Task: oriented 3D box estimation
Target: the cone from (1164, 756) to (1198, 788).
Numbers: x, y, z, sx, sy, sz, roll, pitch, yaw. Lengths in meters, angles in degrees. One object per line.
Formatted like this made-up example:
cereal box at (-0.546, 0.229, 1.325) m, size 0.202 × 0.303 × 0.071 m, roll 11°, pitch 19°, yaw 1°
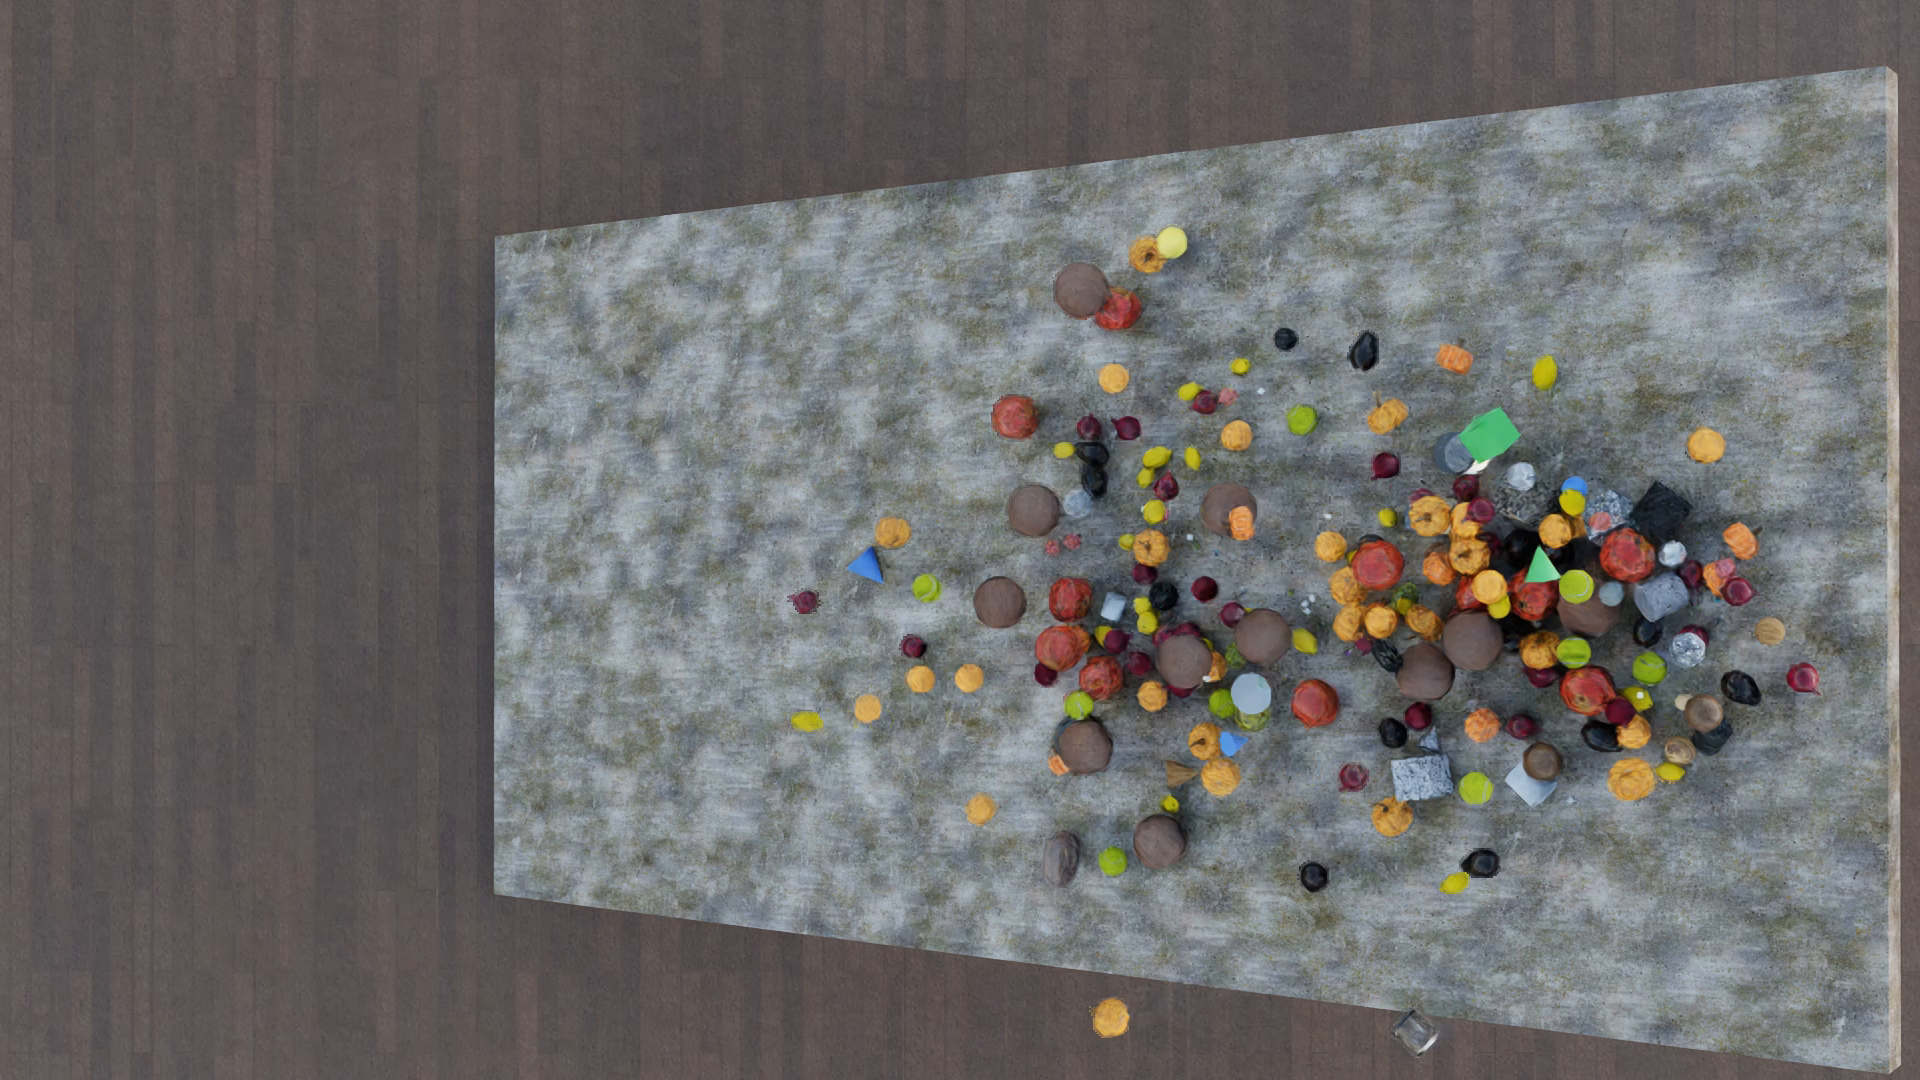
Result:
cone at (0.536, 0.560, 5.266) m, size 0.080 × 0.080 × 0.080 m, roll 5°, pitch 90°, yaw 19°

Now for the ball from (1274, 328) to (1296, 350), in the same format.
ball at (0.755, -0.467, 5.108) m, size 0.052 × 0.052 × 0.052 m, roll 0°, pitch 90°, yaw 0°

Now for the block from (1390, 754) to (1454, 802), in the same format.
block at (1.025, 0.527, 4.876) m, size 0.090 × 0.090 × 0.090 m, roll -14°, pitch 82°, yaw 43°

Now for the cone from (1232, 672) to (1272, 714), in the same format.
cone at (0.657, 0.363, 5.090) m, size 0.097 × 0.097 × 0.097 m, roll 3°, pitch 77°, yaw -13°

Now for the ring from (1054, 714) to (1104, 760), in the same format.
ring at (0.292, 0.483, 5.408) m, size 0.125 × 0.042 × 0.125 m, roll -9°, pitch 55°, yaw 13°

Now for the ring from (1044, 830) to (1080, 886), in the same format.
ring at (0.251, 0.781, 5.404) m, size 0.047 × 0.141 × 0.141 m, roll 7°, pitch 90°, yaw 27°

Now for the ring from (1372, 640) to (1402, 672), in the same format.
ring at (0.926, 0.251, 4.762) m, size 0.080 × 0.080 × 0.027 m, roll 46°, pitch 123°, yaw 0°

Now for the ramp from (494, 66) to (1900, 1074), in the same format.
ramp at (0.241, 0.067, 5.564) m, size 4.000 × 0.100 × 2.000 m, roll 0°, pitch 89°, yaw 36°

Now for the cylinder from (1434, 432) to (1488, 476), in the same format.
cylinder at (1.102, -0.190, 4.832) m, size 0.091 × 0.091 × 0.091 m, roll -1°, pitch 89°, yaw 36°

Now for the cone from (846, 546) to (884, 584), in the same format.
cone at (-0.235, 0.082, 5.816) m, size 0.096 × 0.096 × 0.096 m, roll -43°, pitch 94°, yaw 0°

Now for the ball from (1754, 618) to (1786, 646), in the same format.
ball at (1.595, 0.180, 4.331) m, size 0.056 × 0.056 × 0.056 m, roll 0°, pitch 90°, yaw 0°

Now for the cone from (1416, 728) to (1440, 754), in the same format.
cone at (1.051, 0.441, 4.901) m, size 0.056 × 0.056 × 0.056 m, roll 18°, pitch 77°, yaw 0°

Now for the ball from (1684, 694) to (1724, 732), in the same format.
ball at (1.466, 0.341, 4.335) m, size 0.074 × 0.074 × 0.074 m, roll 0°, pitch 90°, yaw 0°

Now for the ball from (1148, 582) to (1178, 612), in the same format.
ball at (0.488, 0.135, 5.281) m, size 0.072 × 0.072 × 0.072 m, roll 0°, pitch 90°, yaw 0°

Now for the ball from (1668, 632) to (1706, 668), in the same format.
ball at (1.419, 0.214, 4.292) m, size 0.068 × 0.068 × 0.068 m, roll 0°, pitch 90°, yaw 0°

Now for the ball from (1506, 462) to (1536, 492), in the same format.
ball at (1.183, -0.132, 4.632) m, size 0.062 × 0.062 × 0.062 m, roll 0°, pitch 90°, yaw 0°

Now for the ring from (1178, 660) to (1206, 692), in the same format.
ring at (0.554, 0.325, 5.255) m, size 0.026 × 0.077 × 0.077 m, roll 13°, pitch 89°, yaw -42°

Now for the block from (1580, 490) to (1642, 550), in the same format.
block at (1.370, -0.041, 4.632) m, size 0.082 × 0.082 × 0.082 m, roll -28°, pitch 55°, yaw 31°

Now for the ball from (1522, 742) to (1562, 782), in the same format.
ball at (1.240, 0.472, 4.680) m, size 0.084 × 0.084 × 0.084 m, roll 0°, pitch 90°, yaw 0°

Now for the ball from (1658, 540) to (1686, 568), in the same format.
ball at (1.473, 0.029, 4.550) m, size 0.056 × 0.056 × 0.056 m, roll 0°, pitch 90°, yaw 0°

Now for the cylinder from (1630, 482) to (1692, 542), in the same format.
cylinder at (1.456, -0.059, 4.570) m, size 0.092 × 0.092 × 0.092 m, roll 35°, pitch 100°, yaw 0°

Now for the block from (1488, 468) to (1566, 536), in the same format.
block at (1.216, -0.080, 4.711) m, size 0.099 × 0.099 × 0.099 m, roll 25°, pitch 89°, yaw -39°

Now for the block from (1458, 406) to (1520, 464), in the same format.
block at (1.138, -0.225, 4.729) m, size 0.076 × 0.076 × 0.076 m, roll -40°, pitch 96°, yaw -38°

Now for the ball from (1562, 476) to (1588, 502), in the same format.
ball at (1.304, -0.108, 4.665) m, size 0.053 × 0.053 × 0.053 m, roll 0°, pitch 90°, yaw 0°

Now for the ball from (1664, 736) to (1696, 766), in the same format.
ball at (1.494, 0.437, 4.566) m, size 0.063 × 0.063 × 0.063 m, roll 0°, pitch 90°, yaw 0°

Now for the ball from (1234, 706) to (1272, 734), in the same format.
ball at (0.683, 0.408, 5.132) m, size 0.085 × 0.085 × 0.085 m, roll 0°, pitch 90°, yaw 0°

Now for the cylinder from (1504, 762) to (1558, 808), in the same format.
cylinder at (1.232, 0.522, 4.743) m, size 0.078 × 0.078 × 0.078 m, roll -42°, pitch 64°, yaw 0°

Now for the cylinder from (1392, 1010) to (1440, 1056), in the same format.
cylinder at (1.016, 1.099, 4.901) m, size 0.073 × 0.073 × 0.073 m, roll 41°, pitch 90°, yaw 26°

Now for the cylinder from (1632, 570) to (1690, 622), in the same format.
cylinder at (1.451, 0.116, 4.552) m, size 0.081 × 0.081 × 0.081 m, roll -26°, pitch 90°, yaw -5°

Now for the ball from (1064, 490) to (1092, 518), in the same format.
ball at (0.291, -0.089, 5.424) m, size 0.072 × 0.072 × 0.072 m, roll 0°, pitch 90°, yaw 0°

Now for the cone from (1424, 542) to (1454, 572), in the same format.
cone at (1.063, 0.045, 4.876) m, size 0.065 × 0.065 × 0.065 m, roll -3°, pitch 76°, yaw 13°

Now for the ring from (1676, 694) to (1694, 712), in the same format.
ring at (1.519, 0.342, 4.538) m, size 0.084 × 0.084 × 0.028 m, roll 11°, pitch 106°, yaw 0°

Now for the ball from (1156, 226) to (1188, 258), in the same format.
ball at (0.505, -0.708, 5.240) m, size 0.075 × 0.075 × 0.075 m, roll 0°, pitch 90°, yaw 0°

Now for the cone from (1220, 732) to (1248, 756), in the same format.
cone at (0.643, 0.466, 5.089) m, size 0.060 × 0.060 × 0.060 m, roll -9°, pitch 90°, yaw -28°

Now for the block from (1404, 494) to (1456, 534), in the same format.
block at (1.044, -0.057, 4.880) m, size 0.082 × 0.082 × 0.082 m, roll 9°, pitch 95°, yaw 35°

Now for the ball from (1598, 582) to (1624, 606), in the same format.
ball at (1.352, 0.111, 4.564) m, size 0.051 × 0.051 × 0.051 m, roll 0°, pitch 90°, yaw 0°

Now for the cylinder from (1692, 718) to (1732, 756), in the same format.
cylinder at (1.543, 0.400, 4.511) m, size 0.060 × 0.060 × 0.060 m, roll 7°, pitch 49°, yaw -8°

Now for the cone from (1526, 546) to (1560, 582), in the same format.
cone at (1.165, 0.043, 4.411) m, size 0.070 × 0.070 × 0.070 m, roll -9°, pitch 98°, yaw 0°
